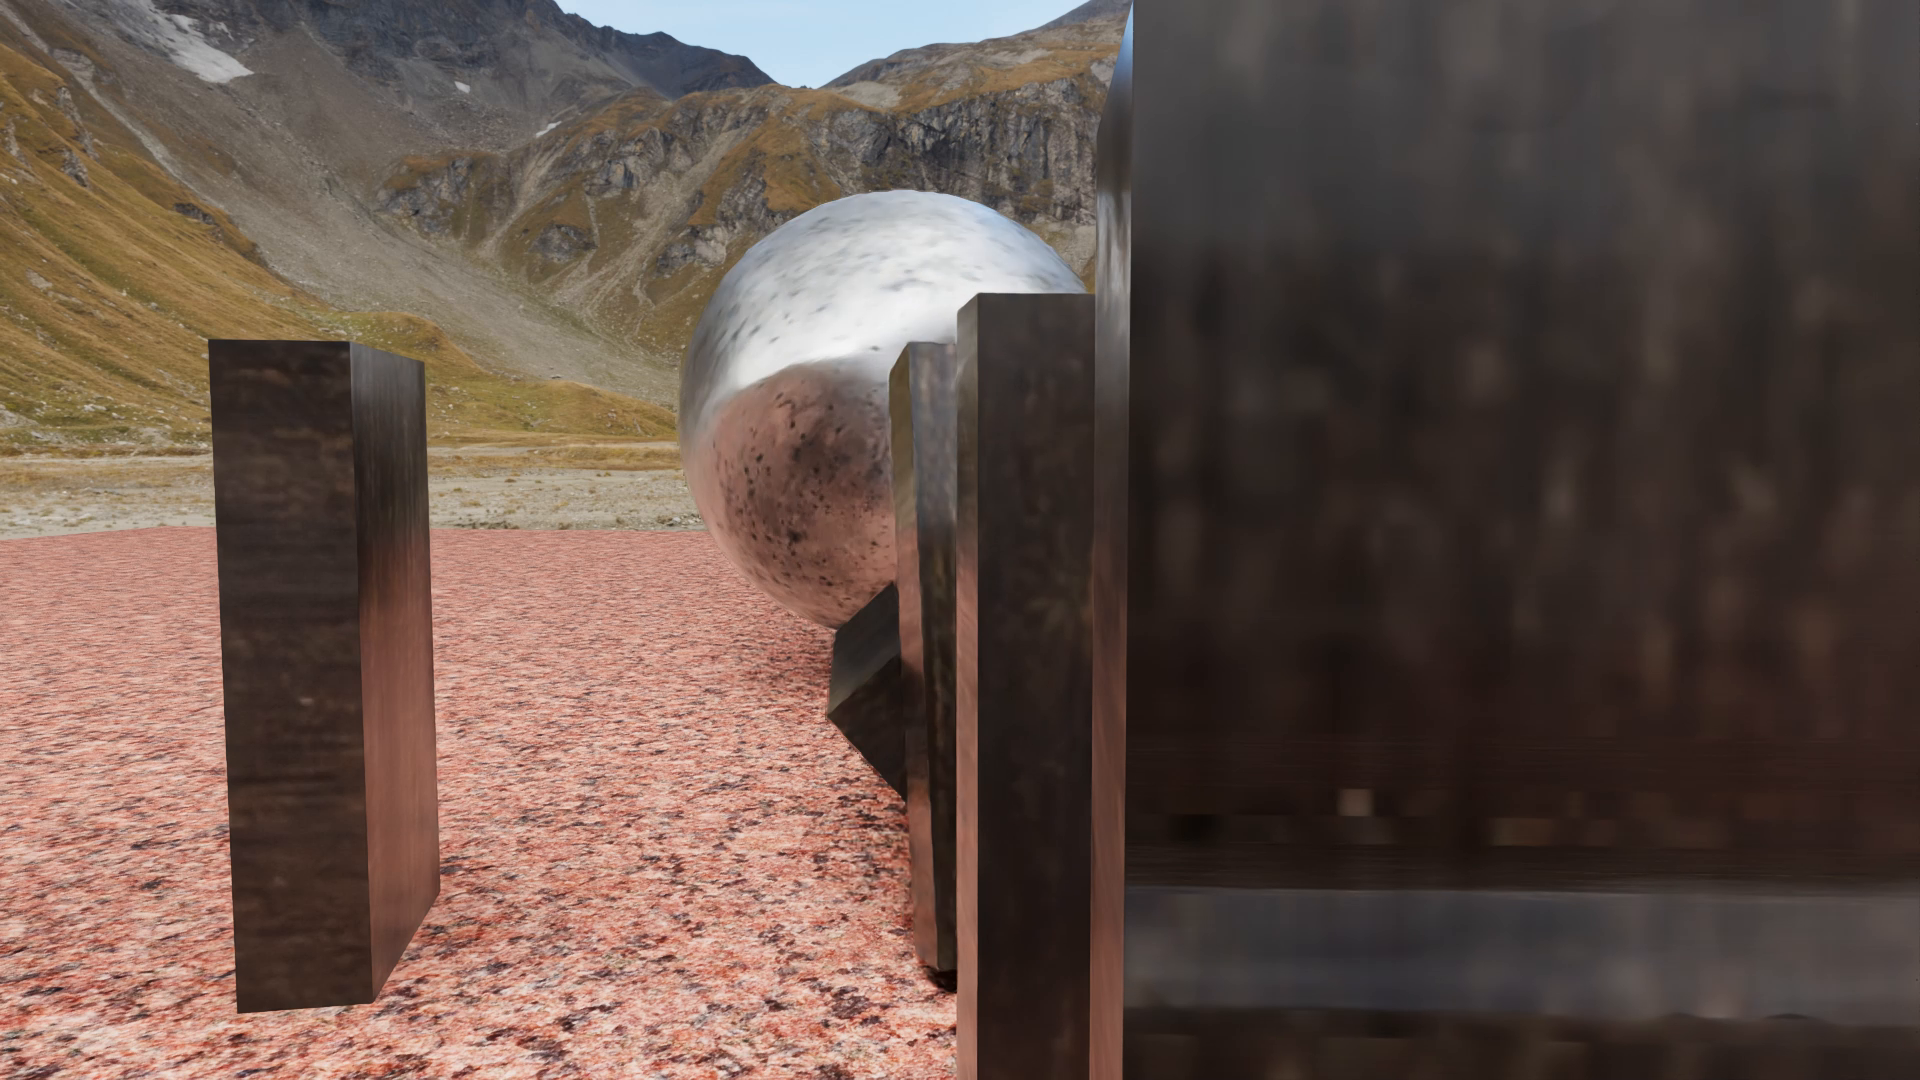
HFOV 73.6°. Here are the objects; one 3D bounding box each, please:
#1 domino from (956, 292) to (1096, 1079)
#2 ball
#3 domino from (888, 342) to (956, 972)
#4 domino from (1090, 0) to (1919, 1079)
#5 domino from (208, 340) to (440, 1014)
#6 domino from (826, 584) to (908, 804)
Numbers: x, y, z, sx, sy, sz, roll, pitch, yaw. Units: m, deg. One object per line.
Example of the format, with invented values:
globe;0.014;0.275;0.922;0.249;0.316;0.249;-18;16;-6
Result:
domino;0.013;0.012;0.072;0.025;0.050;0.010;-1;4;-7
ball;-0.010;-0.022;0.231;0.080;0.080;0.080;0;4;0
domino;0.008;0.009;0.109;0.025;0.050;0.010;-1;-9;-13
domino;0.016;0.015;0.028;0.025;0.050;0.010;0;4;2
domino;-0.052;0.010;0.107;0.010;0.050;0.025;-1;4;-11
domino;-0.002;0.020;0.138;0.009;0.025;0.050;-41;6;-1
